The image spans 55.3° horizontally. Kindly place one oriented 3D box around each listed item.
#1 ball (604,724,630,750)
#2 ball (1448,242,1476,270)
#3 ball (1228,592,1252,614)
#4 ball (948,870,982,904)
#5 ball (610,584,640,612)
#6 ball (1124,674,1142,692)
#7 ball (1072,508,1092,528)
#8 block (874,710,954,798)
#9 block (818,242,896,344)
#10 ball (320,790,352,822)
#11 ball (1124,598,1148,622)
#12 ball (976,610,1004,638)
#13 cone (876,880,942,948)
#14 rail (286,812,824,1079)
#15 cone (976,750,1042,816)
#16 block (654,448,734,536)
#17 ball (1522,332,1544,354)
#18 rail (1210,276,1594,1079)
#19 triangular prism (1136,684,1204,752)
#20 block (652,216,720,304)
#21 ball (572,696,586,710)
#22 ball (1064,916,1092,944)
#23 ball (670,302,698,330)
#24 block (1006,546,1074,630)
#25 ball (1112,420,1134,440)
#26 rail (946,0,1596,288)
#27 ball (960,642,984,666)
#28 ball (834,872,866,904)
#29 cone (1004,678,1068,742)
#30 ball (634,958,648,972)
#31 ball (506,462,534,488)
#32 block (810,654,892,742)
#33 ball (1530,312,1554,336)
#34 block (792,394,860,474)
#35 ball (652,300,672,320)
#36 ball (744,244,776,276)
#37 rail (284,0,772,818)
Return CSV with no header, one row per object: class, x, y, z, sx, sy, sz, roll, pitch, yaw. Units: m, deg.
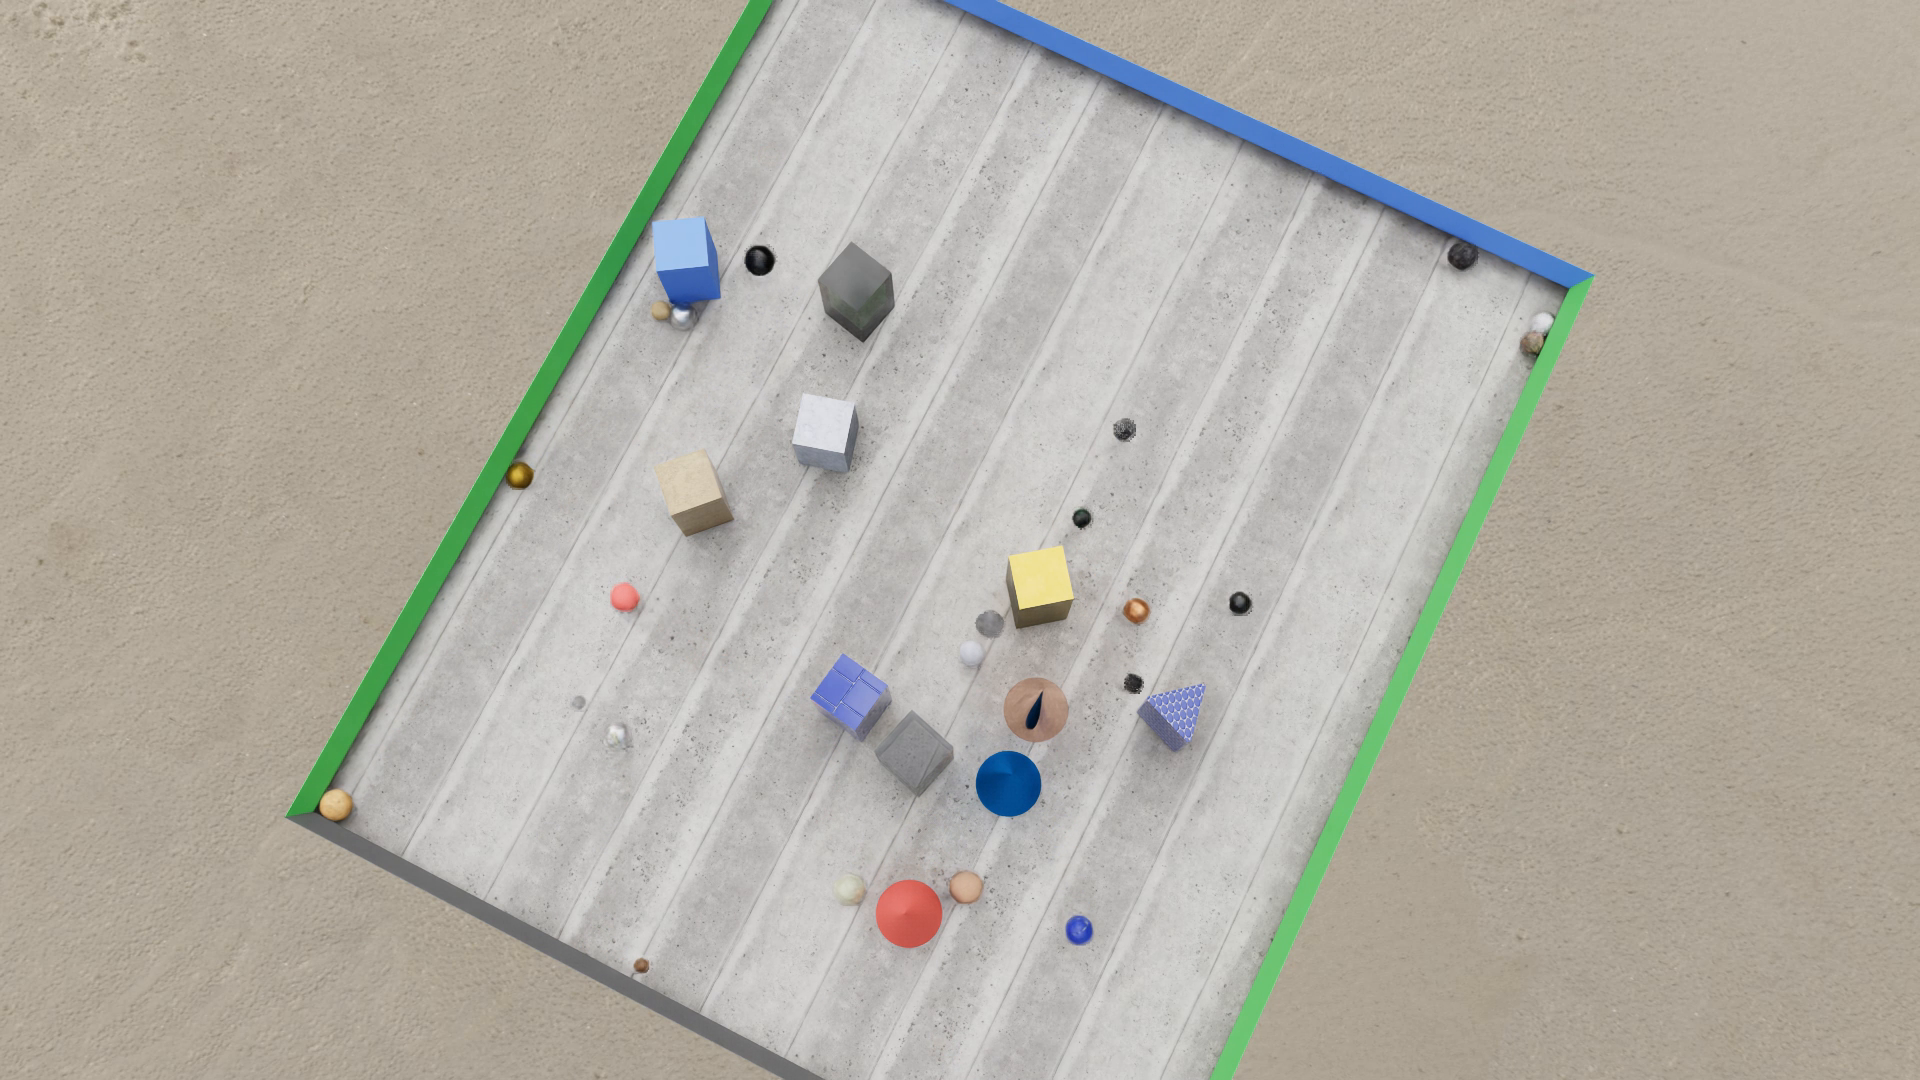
ball,-1.022,0.586,5.455,0.079,0.079,0.079,0,78,0
ball,1.578,-0.894,5.757,0.088,0.088,0.088,0,78,0
ball,0.846,0.191,5.542,0.068,0.068,0.068,0,78,0
ball,0.016,1.015,5.356,0.098,0.098,0.098,0,78,0
ball,-1.012,0.175,5.537,0.086,0.086,0.086,0,78,0
ball,0.520,0.428,5.499,0.056,0.056,0.056,0,78,0
ball,0.373,-0.067,5.600,0.059,0.059,0.059,0,78,0
block,-0.129,0.622,5.294,0.157,0.379,0.157,41,81,8
block,-0.314,-0.756,5.617,0.157,0.306,0.157,39,81,7
ball,-1.841,0.782,5.407,0.094,0.094,0.094,0,78,0
ball,0.532,0.212,5.534,0.076,0.076,0.076,0,78,0
ball,0.090,0.252,5.522,0.084,0.084,0.084,0,78,0
cone,-0.150,1.057,5.186,0.196,0.415,0.196,0,78,0
rail,-0.713,1.404,5.260,2.769,0.127,0.045,26,80,5
cone,0.145,0.690,5.290,0.196,0.361,0.196,0,78,0
block,-0.794,-0.139,5.489,0.157,0.307,0.157,-20,79,-4
ball,1.785,-0.612,5.708,0.069,0.069,0.069,0,78,0
rail,1.217,0.603,5.426,0.045,0.127,3.238,26,80,5
triangular prism,0.642,0.492,5.350,0.147,0.322,0.170,-43,81,-8
block,-0.840,-0.859,5.643,0.157,0.296,0.157,-6,78,-1
ball,-1.142,0.487,5.495,0.041,0.041,0.041,0,78,0
ball,0.347,1.135,5.340,0.082,0.082,0.082,0,78,0
ball,-0.862,-0.701,5.718,0.086,0.086,0.086,0,78,0
block,0.231,0.143,5.400,0.157,0.366,0.157,-11,79,-2
ball,0.503,-0.341,5.655,0.063,0.063,0.063,0,78,0
rail,0.713,-1.390,5.838,2.769,0.127,0.045,26,80,5
ball,0.035,0.343,5.507,0.075,0.075,0.075,0,78,0
ball,-0.322,1.019,5.358,0.093,0.093,0.093,0,78,0
cone,0.229,0.461,5.273,0.196,0.486,0.196,0,78,0
ball,-0.931,1.238,5.339,0.041,0.041,0.041,0,78,0
ball,-1.348,-0.199,5.616,0.081,0.081,0.081,0,78,0
block,-0.313,0.463,5.334,0.157,0.366,0.157,35,80,7
ball,1.817,-0.674,5.719,0.072,0.072,0.072,0,78,0
block,-0.405,-0.321,5.555,0.157,0.250,0.157,11,79,2
ball,-0.935,-0.718,5.733,0.063,0.063,0.063,0,78,0
ball,-0.628,-0.877,5.749,0.096,0.096,0.096,0,78,0
rail,-1.217,-0.589,5.672,0.045,0.127,3.238,26,80,5
